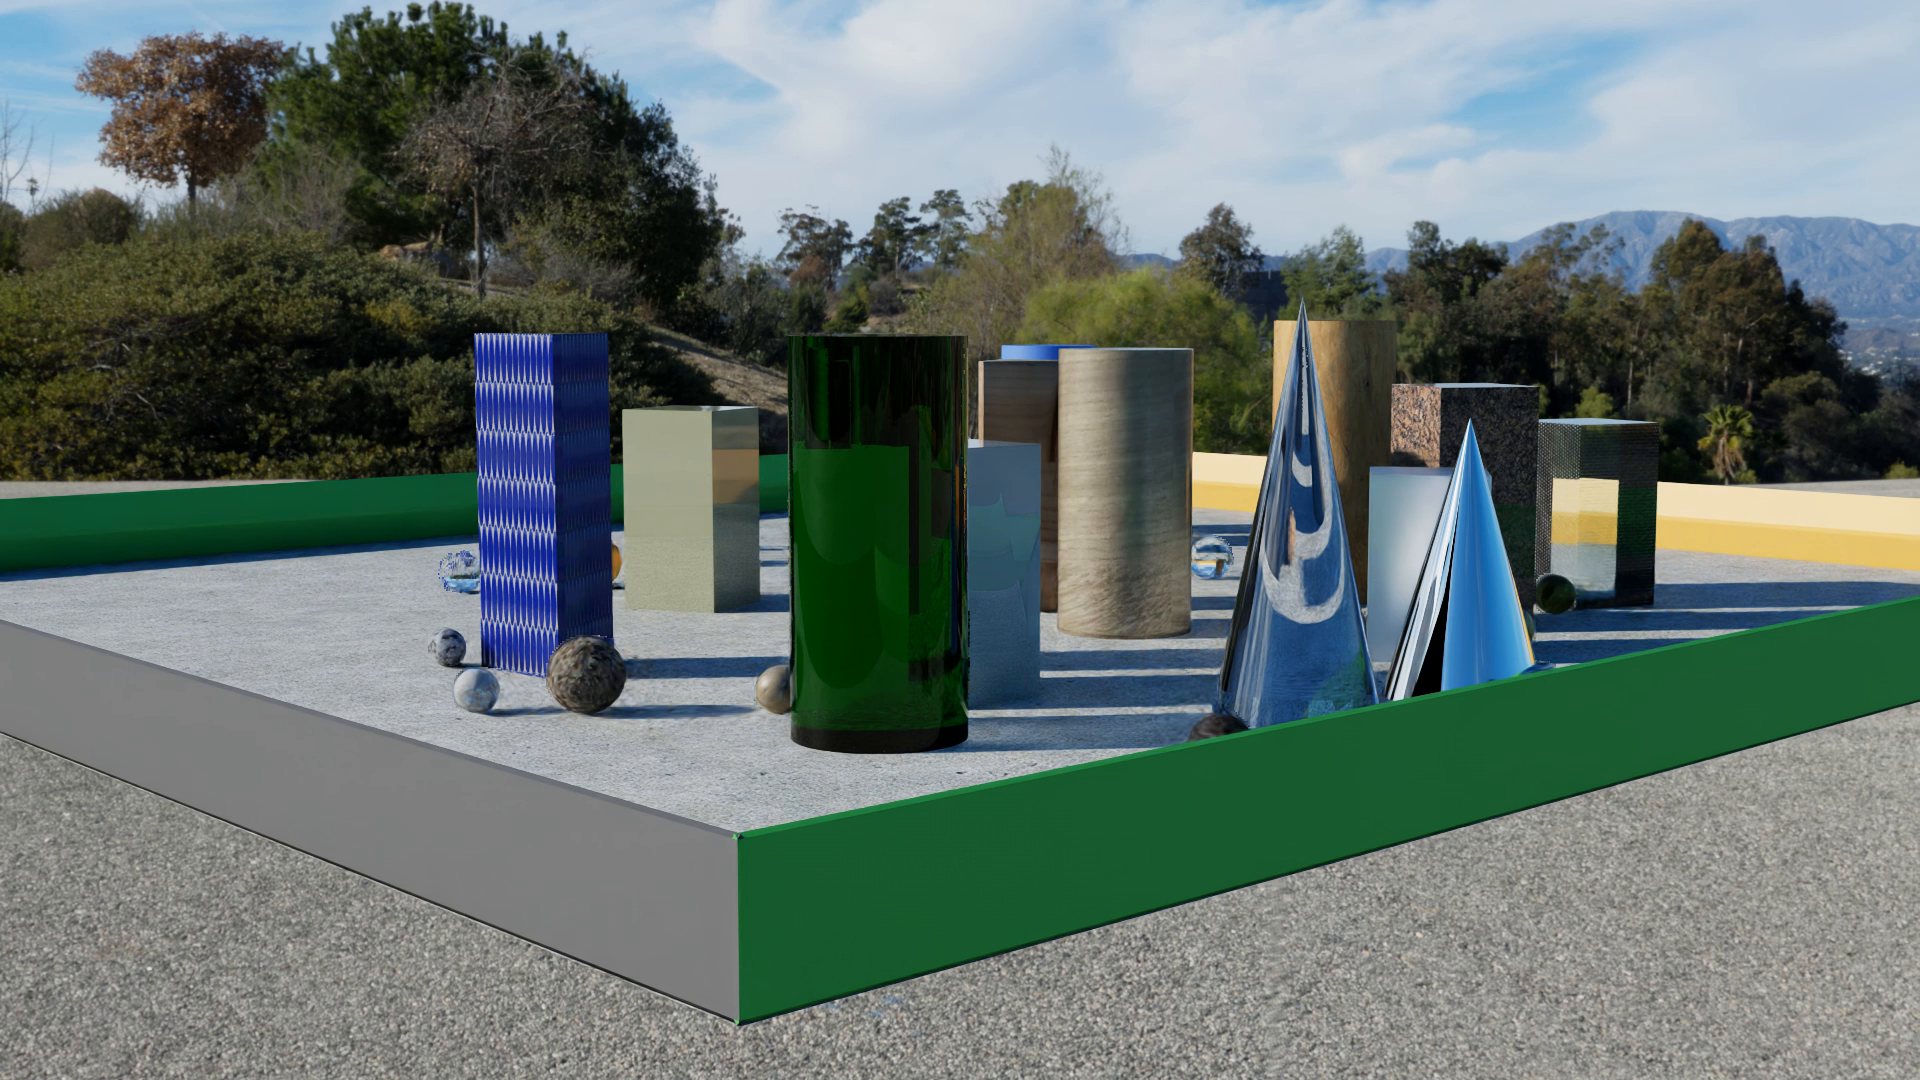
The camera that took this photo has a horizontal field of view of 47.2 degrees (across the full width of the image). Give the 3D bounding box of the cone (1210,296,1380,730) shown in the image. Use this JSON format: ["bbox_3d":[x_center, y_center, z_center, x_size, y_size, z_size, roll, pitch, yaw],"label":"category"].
[{"bbox_3d":[0.366,-0.035,2.372,0.185,0.456,0.185,0,6,0],"label":"cone"}]

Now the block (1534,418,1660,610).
[{"bbox_3d":[0.939,-0.042,3.309,0.148,0.273,0.148,-3,7,-25],"label":"block"}]

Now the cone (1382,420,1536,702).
[{"bbox_3d":[0.578,0.020,2.507,0.185,0.319,0.185,0,6,0],"label":"cone"}]

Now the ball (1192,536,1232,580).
[{"bbox_3d":[0.408,0.030,3.590,0.070,0.070,0.070,0,6,0],"label":"ball"}]

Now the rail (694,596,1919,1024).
[{"bbox_3d":[0.911,0.136,2.351,2.895,0.120,0.045,-6,8,-42],"label":"rail"}]

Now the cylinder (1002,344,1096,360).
[{"bbox_3d":[0.174,-0.200,4.347,0.185,0.368,0.185,0,6,0],"label":"cylinder"}]

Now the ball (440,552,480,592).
[{"bbox_3d":[-0.776,0.051,3.424,0.064,0.064,0.064,0,6,0],"label":"ball"}]

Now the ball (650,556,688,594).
[{"bbox_3d":[-0.453,0.054,3.422,0.057,0.057,0.057,0,6,0],"label":"ball"}]

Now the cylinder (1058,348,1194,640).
[{"bbox_3d":[0.226,-0.068,3.016,0.185,0.386,0.185,0,6,0],"label":"cylinder"}]

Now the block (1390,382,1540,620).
[{"bbox_3d":[0.699,-0.048,3.064,0.148,0.335,0.148,-2,6,-15],"label":"block"}]

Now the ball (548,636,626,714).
[{"bbox_3d":[-0.409,0.148,2.409,0.085,0.085,0.085,0,6,0],"label":"ball"}]

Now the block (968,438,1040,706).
[{"bbox_3d":[-0.012,0.034,2.515,0.148,0.289,0.148,-5,8,-41],"label":"block"}]

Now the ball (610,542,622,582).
[{"bbox_3d":[-0.578,0.035,3.500,0.079,0.079,0.079,0,6,0],"label":"ball"}]

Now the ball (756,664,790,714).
[{"bbox_3d":[-0.197,0.164,2.408,0.054,0.054,0.054,0,6,0],"label":"ball"}]

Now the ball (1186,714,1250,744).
[{"bbox_3d":[0.244,0.195,2.059,0.065,0.065,0.065,0,6,0],"label":"ball"}]

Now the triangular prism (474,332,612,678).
[{"bbox_3d":[-0.486,-0.048,2.705,0.160,0.412,0.138,5,8,42],"label":"triangular prism"}]

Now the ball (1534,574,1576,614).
[{"bbox_3d":[0.862,0.079,3.188,0.058,0.058,0.058,0,6,0],"label":"ball"}]

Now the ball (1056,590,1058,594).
[{"bbox_3d":[0.173,0.075,3.190,0.065,0.065,0.065,0,6,0],"label":"ball"}]

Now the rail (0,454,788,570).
[{"bbox_3d":[-0.911,-0.073,4.314,2.895,0.120,0.045,-6,8,-42],"label":"rail"}]

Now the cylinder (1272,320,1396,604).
[{"bbox_3d":[0.569,-0.123,3.357,0.185,0.423,0.185,0,6,0],"label":"cylinder"}]

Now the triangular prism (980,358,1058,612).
[{"bbox_3d":[0.090,-0.084,3.261,0.160,0.366,0.138,-2,6,-14],"label":"triangular prism"}]

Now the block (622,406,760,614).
[{"bbox_3d":[-0.399,-0.050,3.278,0.148,0.294,0.148,2,7,22],"label":"block"}]

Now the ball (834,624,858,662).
[{"bbox_3d":[-0.133,0.129,2.755,0.049,0.049,0.049,0,6,0],"label":"ball"}]

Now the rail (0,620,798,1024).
[{"bbox_3d":[-1.047,0.133,2.372,0.045,0.120,2.734,-6,8,-42],"label":"rail"}]

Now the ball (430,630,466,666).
[{"bbox_3d":[-0.635,0.134,2.729,0.046,0.046,0.046,0,6,0],"label":"ball"}]

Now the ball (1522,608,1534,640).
[{"bbox_3d":[0.707,0.114,2.833,0.063,0.063,0.063,0,6,0],"label":"ball"}]

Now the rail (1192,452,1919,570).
[{"bbox_3d":[1.047,-0.071,4.293,0.045,0.120,2.734,-6,8,-42],"label":"rail"}]

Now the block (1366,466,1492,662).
[{"bbox_3d":[0.597,0.030,2.811,0.148,0.235,0.148,1,6,10],"label":"block"}]

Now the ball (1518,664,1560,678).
[{"bbox_3d":[0.629,0.164,2.371,0.061,0.061,0.061,0,6,0],"label":"ball"}]

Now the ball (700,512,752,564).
[{"bbox_3d":[-0.405,-0.003,3.811,0.089,0.089,0.089,0,6,0],"label":"ball"}]

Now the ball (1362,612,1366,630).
[{"bbox_3d":[0.492,0.110,2.847,0.067,0.067,0.067,0,6,0],"label":"ball"}]

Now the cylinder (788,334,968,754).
[{"bbox_3d":[-0.084,-0.002,2.262,0.185,0.415,0.185,0,6,0],"label":"cylinder"}]

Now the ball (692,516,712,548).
[{"bbox_3d":[-0.459,-0.012,4.026,0.061,0.061,0.061,0,6,0],"label":"ball"}]

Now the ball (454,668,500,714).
[{"bbox_3d":[-0.530,0.165,2.414,0.050,0.050,0.050,0,6,0],"label":"ball"}]
